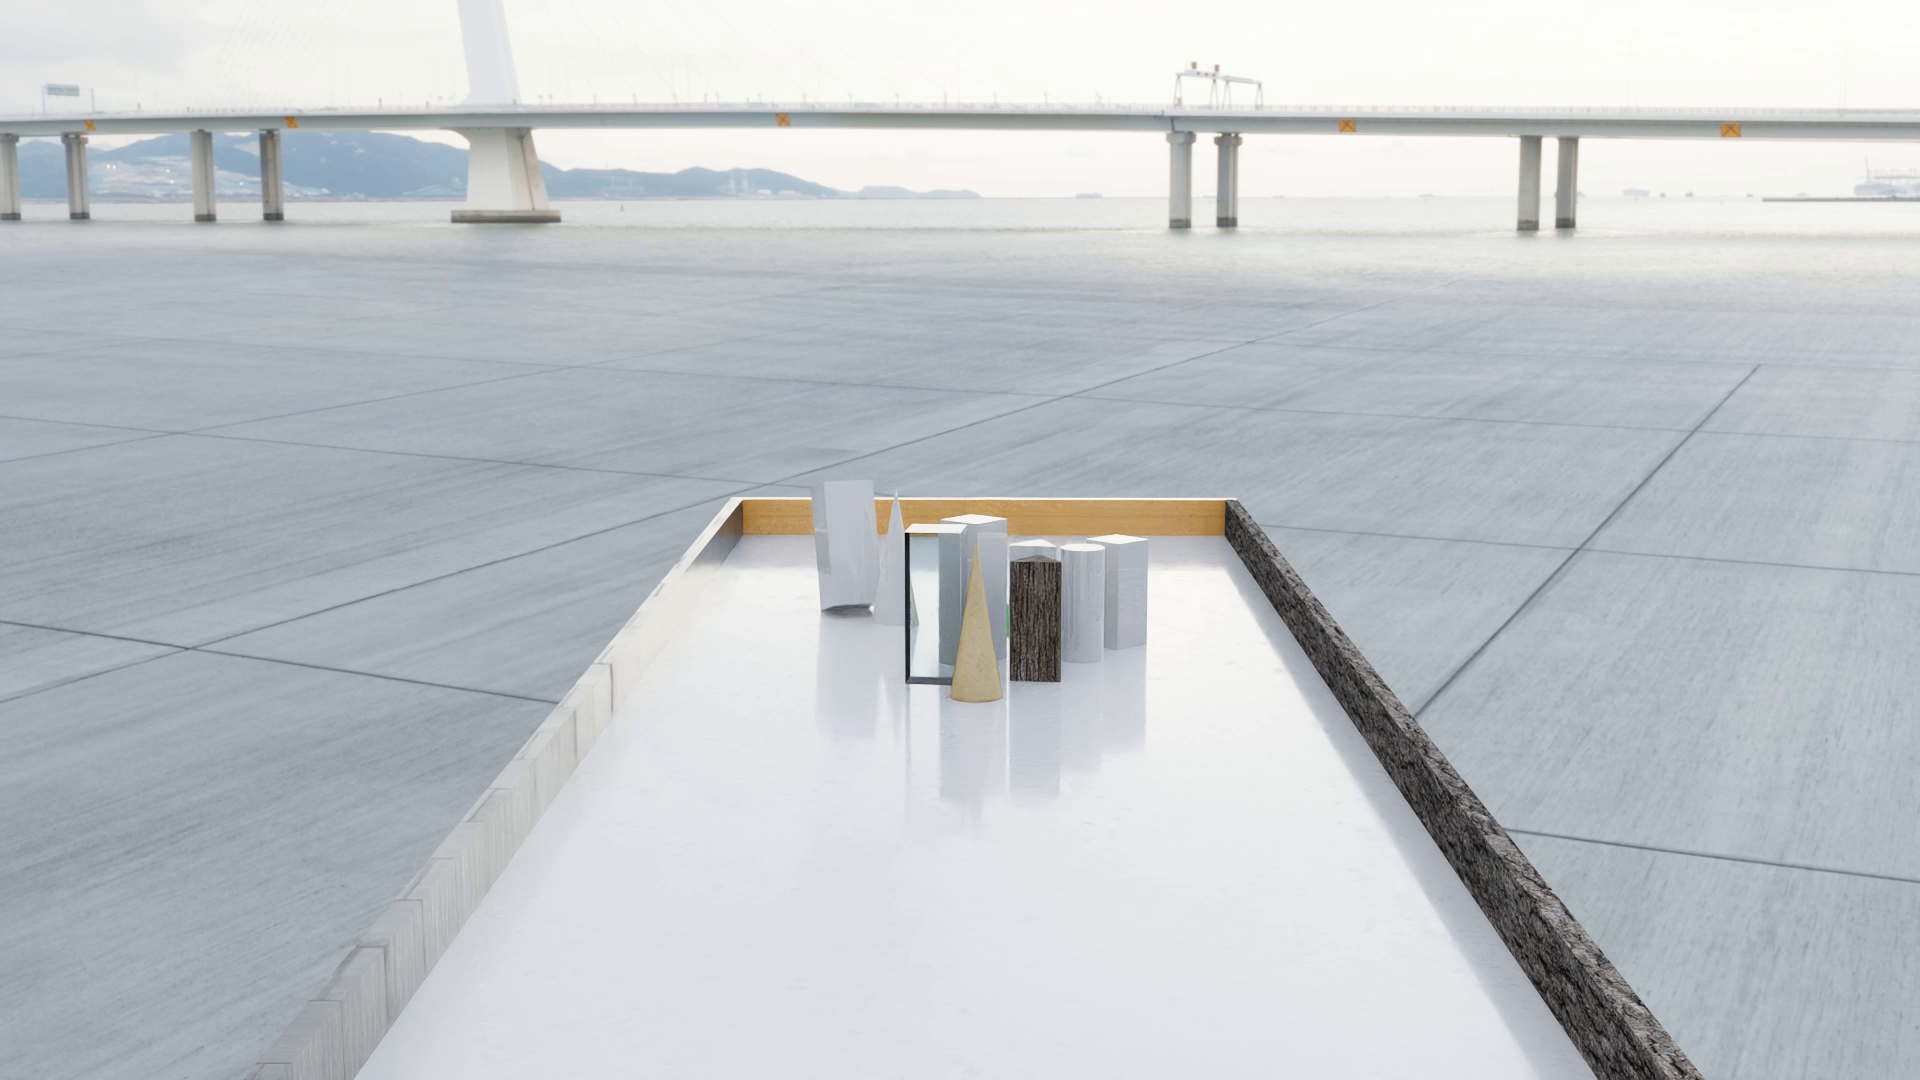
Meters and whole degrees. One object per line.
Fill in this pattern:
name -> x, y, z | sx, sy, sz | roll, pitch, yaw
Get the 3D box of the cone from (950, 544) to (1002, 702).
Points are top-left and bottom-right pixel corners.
cone -> 0.046, 0.223, 6.179 | 0.152, 0.446, 0.152 | 0, 9, 0

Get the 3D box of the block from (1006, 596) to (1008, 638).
block -> 0.211, 0.245, 7.113 | 0.452, 0.111, 0.111 | -4, 10, -26

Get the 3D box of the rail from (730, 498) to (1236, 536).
rail -> 0.099, -0.098, 9.147 | 2.100, 0.150, 0.050 | 0, 9, 1

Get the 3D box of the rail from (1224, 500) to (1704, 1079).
rail -> 1.046, 0.843, 3.208 | 0.050, 0.150, 12.000 | 0, 9, 1

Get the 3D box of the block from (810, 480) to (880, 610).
block -> -0.385, 0.018, 7.457 | 0.172, 0.419, 0.172 | -3, -6, -19

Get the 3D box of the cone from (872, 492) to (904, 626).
cone -> -0.211, 0.047, 7.273 | 0.166, 0.451, 0.166 | 0, 9, 0

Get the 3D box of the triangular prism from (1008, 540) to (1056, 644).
triangular prism -> 0.241, 0.165, 6.952 | 0.149, 0.318, 0.129 | 2, 9, 13

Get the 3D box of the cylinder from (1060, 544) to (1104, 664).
cylinder -> 0.372, 0.193, 6.692 | 0.134, 0.345, 0.134 | 0, 9, 0

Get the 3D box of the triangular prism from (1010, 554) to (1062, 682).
triangular prism -> 0.227, 0.228, 6.443 | 0.147, 0.354, 0.127 | 1, 9, 7

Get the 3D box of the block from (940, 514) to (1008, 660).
block -> 0.042, 0.150, 6.686 | 0.143, 0.432, 0.143 | 7, 12, 39

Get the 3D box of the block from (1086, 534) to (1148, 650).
block -> 0.493, 0.163, 6.912 | 0.137, 0.335, 0.137 | -8, 12, -42

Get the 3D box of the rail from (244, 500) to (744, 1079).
rail -> -1.004, 0.839, 3.234 | 0.050, 0.150, 12.000 | 0, 9, 1

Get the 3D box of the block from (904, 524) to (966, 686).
block -> -0.069, 0.187, 6.408 | 0.162, 0.446, 0.162 | 1, 9, 6
